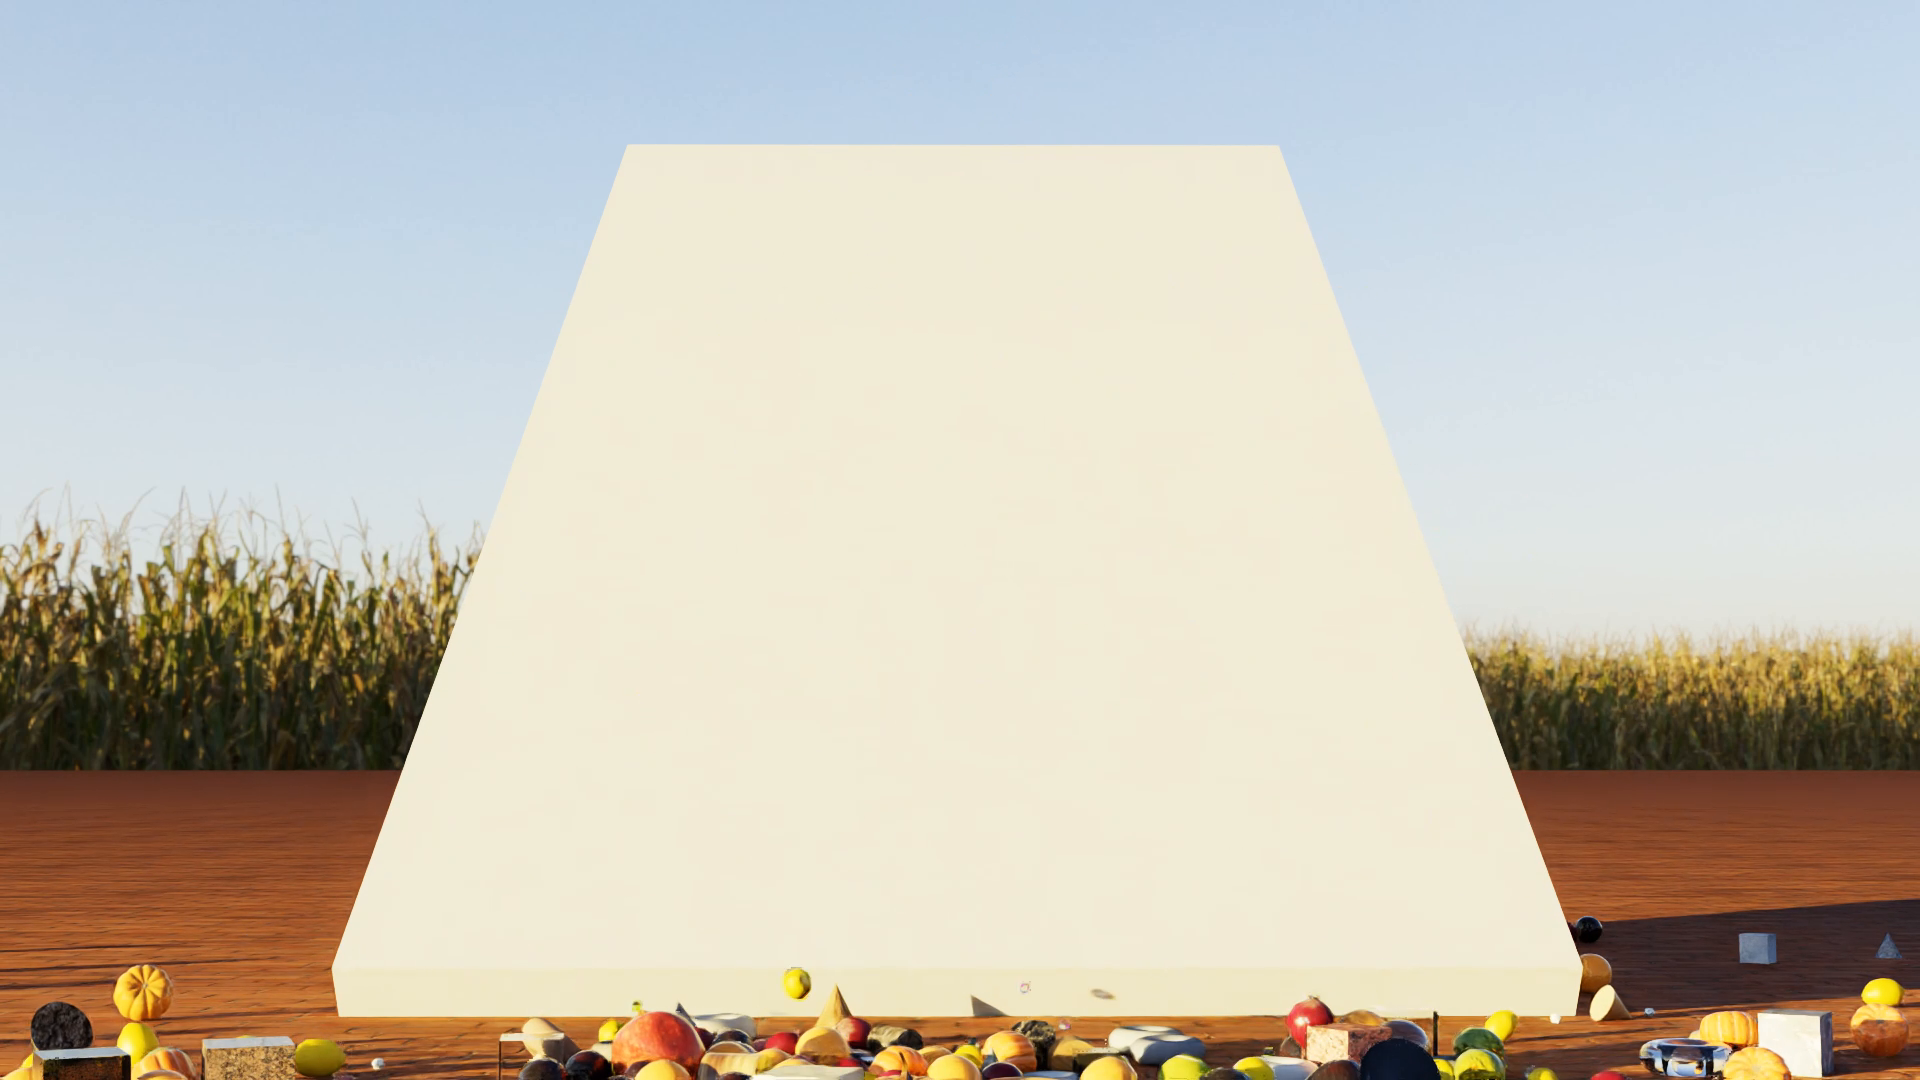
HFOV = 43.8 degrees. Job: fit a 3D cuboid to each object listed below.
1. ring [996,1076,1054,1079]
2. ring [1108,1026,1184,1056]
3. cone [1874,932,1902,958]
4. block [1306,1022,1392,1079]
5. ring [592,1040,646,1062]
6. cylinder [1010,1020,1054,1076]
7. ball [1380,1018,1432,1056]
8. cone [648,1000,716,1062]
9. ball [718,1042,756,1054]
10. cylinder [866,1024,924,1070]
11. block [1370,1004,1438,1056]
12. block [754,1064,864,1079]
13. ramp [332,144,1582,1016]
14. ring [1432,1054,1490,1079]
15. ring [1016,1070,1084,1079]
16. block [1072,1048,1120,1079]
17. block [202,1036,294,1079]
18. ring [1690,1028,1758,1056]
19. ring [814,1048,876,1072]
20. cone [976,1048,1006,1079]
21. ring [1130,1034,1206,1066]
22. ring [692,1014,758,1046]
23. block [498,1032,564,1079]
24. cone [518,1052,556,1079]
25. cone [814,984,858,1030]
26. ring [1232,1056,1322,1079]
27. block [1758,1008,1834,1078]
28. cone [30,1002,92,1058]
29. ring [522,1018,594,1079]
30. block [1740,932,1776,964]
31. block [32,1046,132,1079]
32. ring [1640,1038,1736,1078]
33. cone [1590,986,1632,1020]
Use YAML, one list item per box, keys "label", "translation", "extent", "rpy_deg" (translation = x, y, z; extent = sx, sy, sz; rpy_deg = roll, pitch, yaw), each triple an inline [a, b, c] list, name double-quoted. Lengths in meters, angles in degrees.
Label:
- label: "ring"
  translation: [0.079, 0.642, 2.730]
  extent: [0.134, 0.045, 0.134]
  rpy_deg: [1, -4, 0]
- label: "ring"
  translation: [0.264, 0.707, 3.369]
  extent: [0.110, 0.037, 0.110]
  rpy_deg: [1, -5, 0]
- label: "cone"
  translation: [1.960, 0.854, 5.049]
  extent: [0.055, 0.055, 0.055]
  rpy_deg: [0, -5, 0]
- label: "block"
  translation: [0.493, 0.654, 3.026]
  extent: [0.075, 0.075, 0.075]
  rpy_deg: [4, -6, -34]
- label: "ring"
  translation: [-0.472, 0.706, 3.302]
  extent: [0.075, 0.025, 0.075]
  rpy_deg: [-1, -4, 0]
- label: "cylinder"
  translation: [0.095, 0.662, 3.103]
  extent: [0.057, 0.057, 0.057]
  rpy_deg: [-1, 15, 0]
- label: "ball"
  translation: [0.563, 0.655, 3.062]
  extent: [0.081, 0.081, 0.081]
  rpy_deg: [0, -5, 0]
- label: "cone"
  translation: [-0.369, 0.698, 3.302]
  extent: [0.092, 0.092, 0.092]
  rpy_deg: [28, -9, -7]
- label: "ball"
  translation: [-0.280, 0.659, 2.994]
  extent: [0.060, 0.060, 0.060]
  rpy_deg: [0, -5, 0]
- label: "cylinder"
  translation: [-0.088, 0.681, 3.210]
  extent: [0.054, 0.054, 0.054]
  rpy_deg: [-1, -4, 44]
- label: "block"
  translation: [0.592, 0.667, 3.191]
  extent: [0.082, 0.082, 0.082]
  rpy_deg: [-1, -5, 6]
- label: "block"
  translation: [-0.157, 0.597, 2.485]
  extent: [0.088, 0.088, 0.088]
  rpy_deg: [-2, -5, 19]
- label: "ramp"
  translation: [-0.012, -0.221, 5.605]
  extent: [2.000, 0.100, 4.000]
  rpy_deg: [0, 28, 0]
- label: "ring"
  translation: [0.637, 0.683, 3.082]
  extent: [0.091, 0.030, 0.091]
  rpy_deg: [-1, -6, 0]
- label: "ring"
  translation: [0.108, 0.666, 2.907]
  extent: [0.094, 0.031, 0.094]
  rpy_deg: [-1, -5, 0]
- label: "block"
  translation: [0.169, 0.660, 2.967]
  extent: [0.053, 0.053, 0.053]
  rpy_deg: [0, -5, -5]
- label: "block"
  translation: [-0.803, 0.614, 2.693]
  extent: [0.094, 0.094, 0.094]
  rpy_deg: [2, -6, -20]
- label: "ring"
  translation: [1.079, 0.710, 3.382]
  extent: [0.094, 0.031, 0.094]
  rpy_deg: [-1, -6, 0]
- label: "ring"
  translation: [-0.153, 0.693, 3.182]
  extent: [0.083, 0.028, 0.083]
  rpy_deg: [0, -7, 0]
- label: "cone"
  translation: [0.038, 0.645, 2.883]
  extent: [0.067, 0.067, 0.067]
  rpy_deg: [0, -5, 0]
- label: "ring"
  translation: [0.284, 0.698, 3.268]
  extent: [0.103, 0.034, 0.103]
  rpy_deg: [-1, -4, 0]
- label: "ring"
  translation: [-0.355, 0.717, 3.496]
  extent: [0.117, 0.039, 0.117]
  rpy_deg: [-1, -5, 0]
- label: "block"
  translation: [-0.522, 0.644, 2.914]
  extent: [0.075, 0.075, 0.075]
  rpy_deg: [1, -5, -8]
- label: "cone"
  translation: [-0.541, 0.677, 2.996]
  extent: [0.053, 0.053, 0.053]
  rpy_deg: [-27, 7, -24]
- label: "cone"
  translation: [-0.192, 0.722, 3.708]
  extent: [0.068, 0.068, 0.068]
  rpy_deg: [0, -5, 0]
- label: "ring"
  translation: [0.397, 0.672, 2.999]
  extent: [0.111, 0.037, 0.111]
  rpy_deg: [1, -5, 0]
- label: "block"
  translation: [1.110, 0.667, 3.174]
  extent: [0.078, 0.078, 0.078]
  rpy_deg: [-3, -6, 31]
- label: "cone"
  translation: [-1.261, 0.698, 3.300]
  extent: [0.090, 0.090, 0.090]
  rpy_deg: [-36, -26, 32]
- label: "ring"
  translation: [-0.508, 0.649, 3.027]
  extent: [0.111, 0.037, 0.111]
  rpy_deg: [37, -22, 18]
- label: "block"
  translation: [1.646, 0.842, 4.931]
  extent: [0.058, 0.058, 0.058]
  rpy_deg: [-4, -7, 35]
- label: "block"
  translation: [-0.966, 0.609, 2.626]
  extent: [0.090, 0.090, 0.090]
  rpy_deg: [3, -6, -28]
- label: "ring"
  translation: [0.963, 0.685, 3.163]
  extent: [0.123, 0.041, 0.123]
  rpy_deg: [0, -6, 0]
- label: "cone"
  translation: [1.051, 0.753, 3.820]
  extent: [0.060, 0.060, 0.060]
  rpy_deg: [28, -11, -10]
